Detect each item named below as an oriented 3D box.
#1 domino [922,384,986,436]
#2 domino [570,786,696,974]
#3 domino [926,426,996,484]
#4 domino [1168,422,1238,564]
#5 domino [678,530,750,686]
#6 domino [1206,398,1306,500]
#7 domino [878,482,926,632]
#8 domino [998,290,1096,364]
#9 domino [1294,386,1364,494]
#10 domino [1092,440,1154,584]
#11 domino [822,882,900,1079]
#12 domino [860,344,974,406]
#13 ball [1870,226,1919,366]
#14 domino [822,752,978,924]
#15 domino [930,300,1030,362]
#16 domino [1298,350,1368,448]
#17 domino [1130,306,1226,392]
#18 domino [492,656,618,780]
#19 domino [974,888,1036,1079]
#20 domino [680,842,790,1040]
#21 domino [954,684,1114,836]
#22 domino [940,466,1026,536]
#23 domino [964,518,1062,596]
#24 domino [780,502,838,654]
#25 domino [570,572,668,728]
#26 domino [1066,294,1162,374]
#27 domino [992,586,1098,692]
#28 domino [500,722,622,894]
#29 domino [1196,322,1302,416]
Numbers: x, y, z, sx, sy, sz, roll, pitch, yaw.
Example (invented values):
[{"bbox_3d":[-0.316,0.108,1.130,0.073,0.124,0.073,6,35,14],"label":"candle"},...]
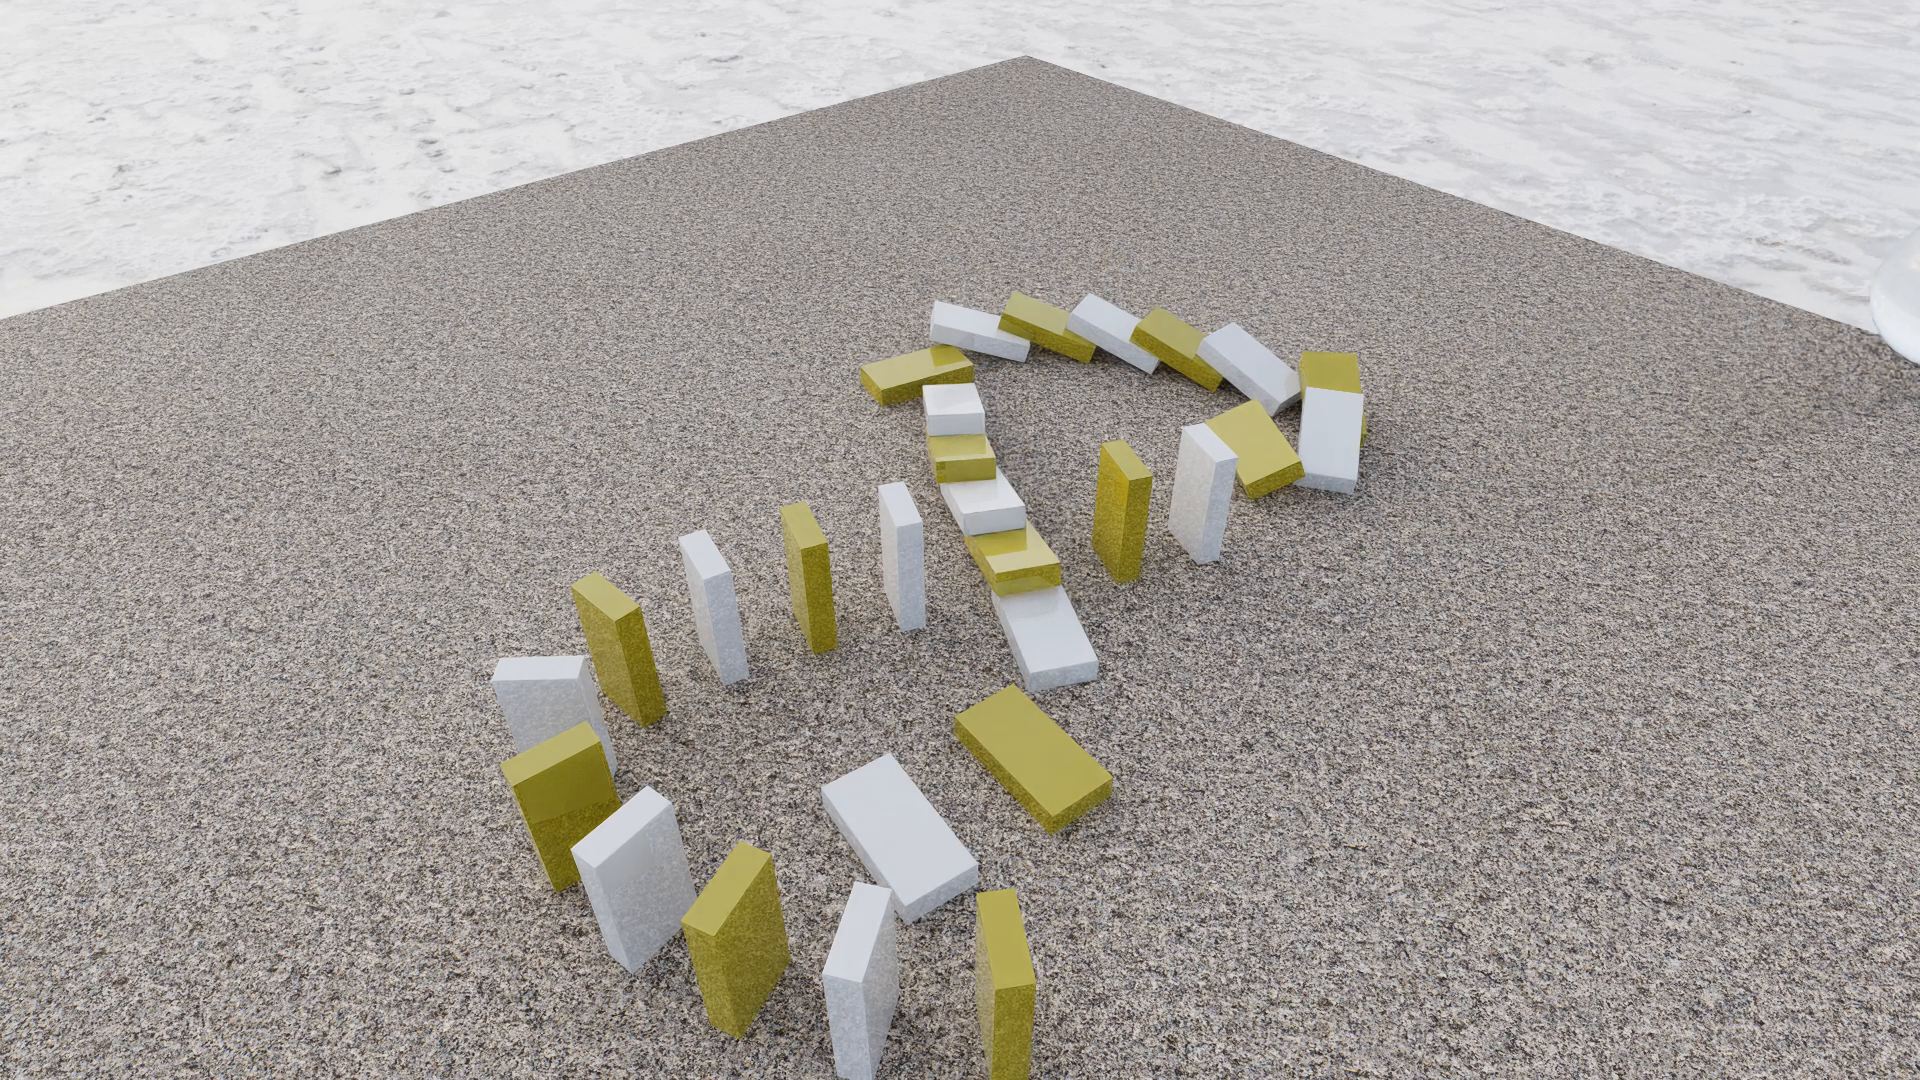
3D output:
[{"bbox_3d":[-0.003,-0.061,0.507,0.025,0.010,0.050,-3,23,-4],"label":"domino"},{"bbox_3d":[-0.087,0.093,0.298,0.010,0.050,0.025,26,46,28],"label":"domino"},{"bbox_3d":[0.000,-0.039,0.480,0.025,0.009,0.050,-5,23,-5],"label":"domino"},{"bbox_3d":[0.095,-0.018,0.433,0.010,0.050,0.025,-13,41,-16],"label":"domino"},{"bbox_3d":[-0.085,0.024,0.382,0.009,0.050,0.025,-20,43,-23],"label":"domino"},{"bbox_3d":[0.130,-0.041,0.486,0.025,0.010,0.050,-25,40,8],"label":"domino"},{"bbox_3d":[-0.021,0.006,0.404,0.009,0.050,0.025,-11,41,-14],"label":"domino"},{"bbox_3d":[0.047,-0.110,0.567,0.050,0.010,0.025,22,42,0],"label":"domino"},{"bbox_3d":[0.164,-0.045,0.487,0.025,0.010,0.050,10,57,12],"label":"domino"},{"bbox_3d":[0.062,-0.011,0.424,0.010,0.050,0.025,-12,41,-14],"label":"domino"},{"bbox_3d":[-0.024,0.111,0.275,0.010,0.050,0.025,9,40,10],"label":"domino"},{"bbox_3d":[-0.021,-0.082,0.544,0.050,0.010,0.025,-19,43,-21],"label":"domino"},{"bbox_3d":[0.496,-0.122,0.537,0.080,0.080,0.080,0,39,0],"label":"ball"},{"bbox_3d":[-0.019,0.089,0.334,0.025,0.009,0.050,-23,45,-26],"label":"domino"},{"bbox_3d":[0.010,-0.107,0.564,0.050,0.009,0.025,12,38,-9],"label":"domino"},{"bbox_3d":[0.174,-0.066,0.514,0.025,0.010,0.050,4,55,5],"label":"domino"},{"bbox_3d":[0.113,-0.096,0.549,0.050,0.009,0.025,35,48,13],"label":"domino"},{"bbox_3d":[-0.125,0.057,0.341,0.025,0.050,0.010,-2,39,-2],"label":"domino"},{"bbox_3d":[0.011,0.113,0.274,0.009,0.050,0.025,-6,40,-7],"label":"domino"},{"bbox_3d":[-0.057,0.104,0.284,0.009,0.050,0.025,16,42,19],"label":"domino"},{"bbox_3d":[0.023,0.070,0.358,0.025,0.009,0.050,-25,46,-28],"label":"domino"},{"bbox_3d":[0.009,-0.017,0.454,0.025,0.010,0.050,-8,24,-9],"label":"domino"},{"bbox_3d":[0.019,0.005,0.428,0.025,0.009,0.050,-9,25,-11],"label":"domino"},{"bbox_3d":[-0.054,0.014,0.394,0.009,0.050,0.025,-15,42,-18],"label":"domino"},{"bbox_3d":[-0.113,0.037,0.366,0.025,0.050,0.010,30,48,31],"label":"domino"},{"bbox_3d":[0.082,-0.106,0.561,0.050,0.009,0.025,31,46,9],"label":"domino"},{"bbox_3d":[0.030,0.032,0.404,0.025,0.010,0.050,-9,40,-11],"label":"domino"},{"bbox_3d":[-0.112,0.078,0.317,0.025,0.050,0.010,-27,46,-29],"label":"domino"},{"bbox_3d":[0.142,-0.083,0.534,0.025,0.010,0.050,-31,65,-32],"label":"domino"}]
